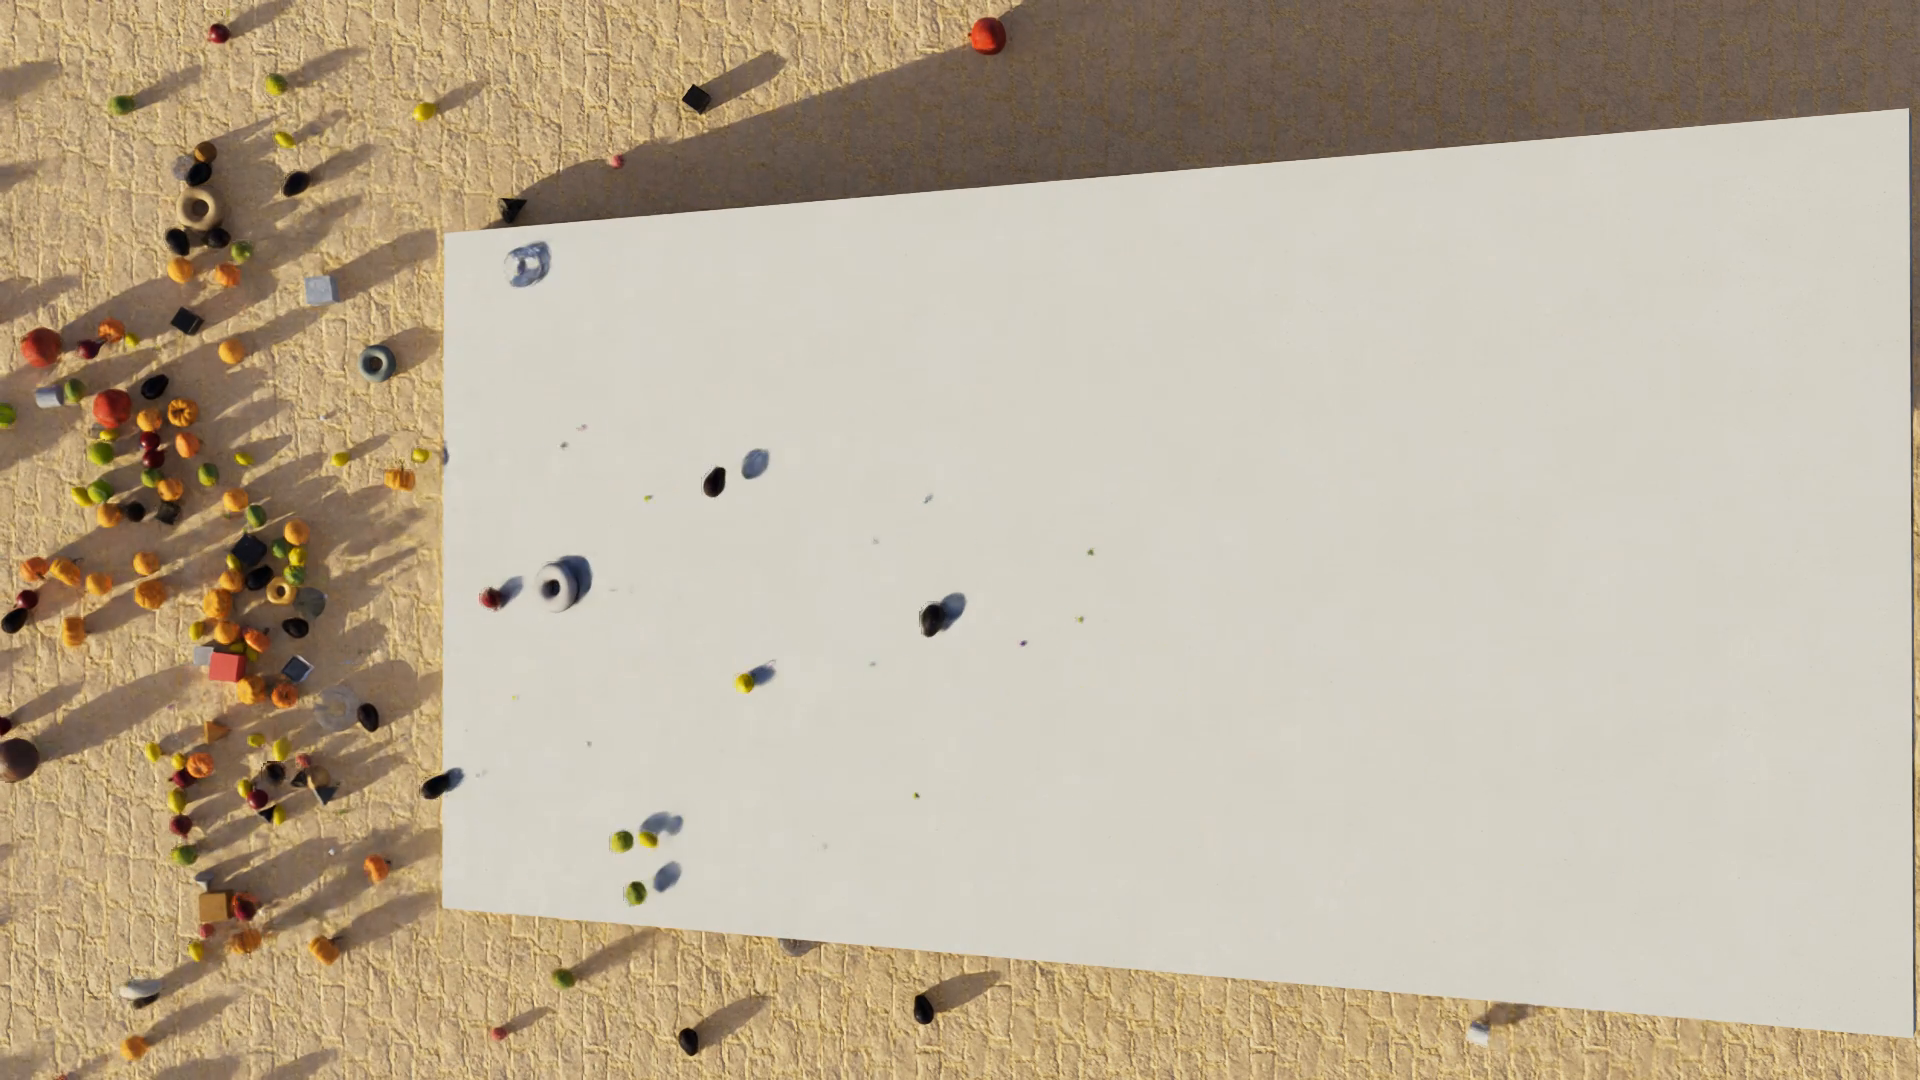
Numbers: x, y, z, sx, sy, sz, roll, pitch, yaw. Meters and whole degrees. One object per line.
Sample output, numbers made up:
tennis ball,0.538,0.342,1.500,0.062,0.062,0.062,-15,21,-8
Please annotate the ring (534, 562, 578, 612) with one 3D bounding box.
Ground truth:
ring,-1.160,0.137,6.306,0.146,0.049,0.146,-1,89,28

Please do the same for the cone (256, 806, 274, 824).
cone,-2.070,0.815,6.589,0.053,0.053,0.053,37,63,0

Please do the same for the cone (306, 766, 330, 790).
cone,-1.928,0.716,6.565,0.075,0.075,0.075,0,89,0

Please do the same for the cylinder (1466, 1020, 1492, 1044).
cylinder,1.547,1.468,6.556,0.060,0.060,0.060,15,89,17

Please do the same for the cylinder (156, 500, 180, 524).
cylinder,-2.372,-0.082,6.583,0.055,0.055,0.055,23,89,0

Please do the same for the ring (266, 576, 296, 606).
ring,-2.035,0.154,6.593,0.092,0.031,0.092,0,88,-1

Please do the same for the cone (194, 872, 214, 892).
cone,-2.260,1.032,6.586,0.057,0.057,0.057,0,116,0

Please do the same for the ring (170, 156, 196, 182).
ring,-2.335,-1.117,6.610,0.076,0.025,0.076,0,90,-1

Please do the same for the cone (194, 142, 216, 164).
cone,-2.273,-1.165,6.588,0.069,0.069,0.069,0,89,0

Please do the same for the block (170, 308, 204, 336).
block,-2.314,-0.654,6.587,0.060,0.060,0.060,35,89,0

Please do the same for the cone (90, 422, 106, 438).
cone,-2.593,-0.331,6.588,0.050,0.050,0.050,0,89,0

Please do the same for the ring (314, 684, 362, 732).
ring,-1.864,0.503,6.581,0.143,0.048,0.143,0,90,-1

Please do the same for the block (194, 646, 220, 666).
block,-2.253,0.347,6.578,0.057,0.057,0.057,2,89,0

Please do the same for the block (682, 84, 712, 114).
block,-0.790,-1.320,6.594,0.060,0.060,0.060,35,89,0

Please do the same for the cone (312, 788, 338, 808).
cone,-1.891,0.757,6.587,0.067,0.067,0.067,-32,89,-27

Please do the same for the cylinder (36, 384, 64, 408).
cylinder,-2.725,-0.430,6.584,0.061,0.061,0.061,-9,89,0

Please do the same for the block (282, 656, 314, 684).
block,-1.981,0.387,6.576,0.058,0.058,0.058,39,90,0

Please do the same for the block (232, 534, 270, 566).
block,-2.122,0.031,6.575,0.069,0.069,0.069,38,90,0

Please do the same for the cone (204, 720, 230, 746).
cone,-2.219,0.573,6.587,0.076,0.076,0.076,-5,89,-27

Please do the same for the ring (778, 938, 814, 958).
ring,-0.490,1.194,6.579,0.108,0.036,0.108,0,89,-1

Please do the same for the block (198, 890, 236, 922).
block,-2.215,1.090,6.558,0.080,0.080,0.080,-3,89,0

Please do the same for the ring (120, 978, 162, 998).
ring,-2.394,1.310,6.423,0.117,0.117,0.039,-12,75,0

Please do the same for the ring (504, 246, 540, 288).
ring,-1.270,-0.789,6.376,0.123,0.041,0.123,0,90,25

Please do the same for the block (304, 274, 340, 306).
block,-1.909,-0.746,6.580,0.077,0.077,0.077,-7,89,0

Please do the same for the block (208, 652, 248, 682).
block,-2.186,0.379,6.566,0.080,0.080,0.080,7,89,0

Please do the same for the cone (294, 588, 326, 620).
cone,-1.956,0.189,6.560,0.097,0.097,0.097,0,89,0

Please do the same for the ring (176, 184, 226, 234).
ring,-2.276,-0.995,6.597,0.149,0.050,0.149,0,91,0

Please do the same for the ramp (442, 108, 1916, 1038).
ramp,0.280,0.080,5.670,4.000,0.100,2.000,0,89,27

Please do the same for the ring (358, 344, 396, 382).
ring,-1.750,-0.529,6.597,0.115,0.038,0.115,0,88,1
